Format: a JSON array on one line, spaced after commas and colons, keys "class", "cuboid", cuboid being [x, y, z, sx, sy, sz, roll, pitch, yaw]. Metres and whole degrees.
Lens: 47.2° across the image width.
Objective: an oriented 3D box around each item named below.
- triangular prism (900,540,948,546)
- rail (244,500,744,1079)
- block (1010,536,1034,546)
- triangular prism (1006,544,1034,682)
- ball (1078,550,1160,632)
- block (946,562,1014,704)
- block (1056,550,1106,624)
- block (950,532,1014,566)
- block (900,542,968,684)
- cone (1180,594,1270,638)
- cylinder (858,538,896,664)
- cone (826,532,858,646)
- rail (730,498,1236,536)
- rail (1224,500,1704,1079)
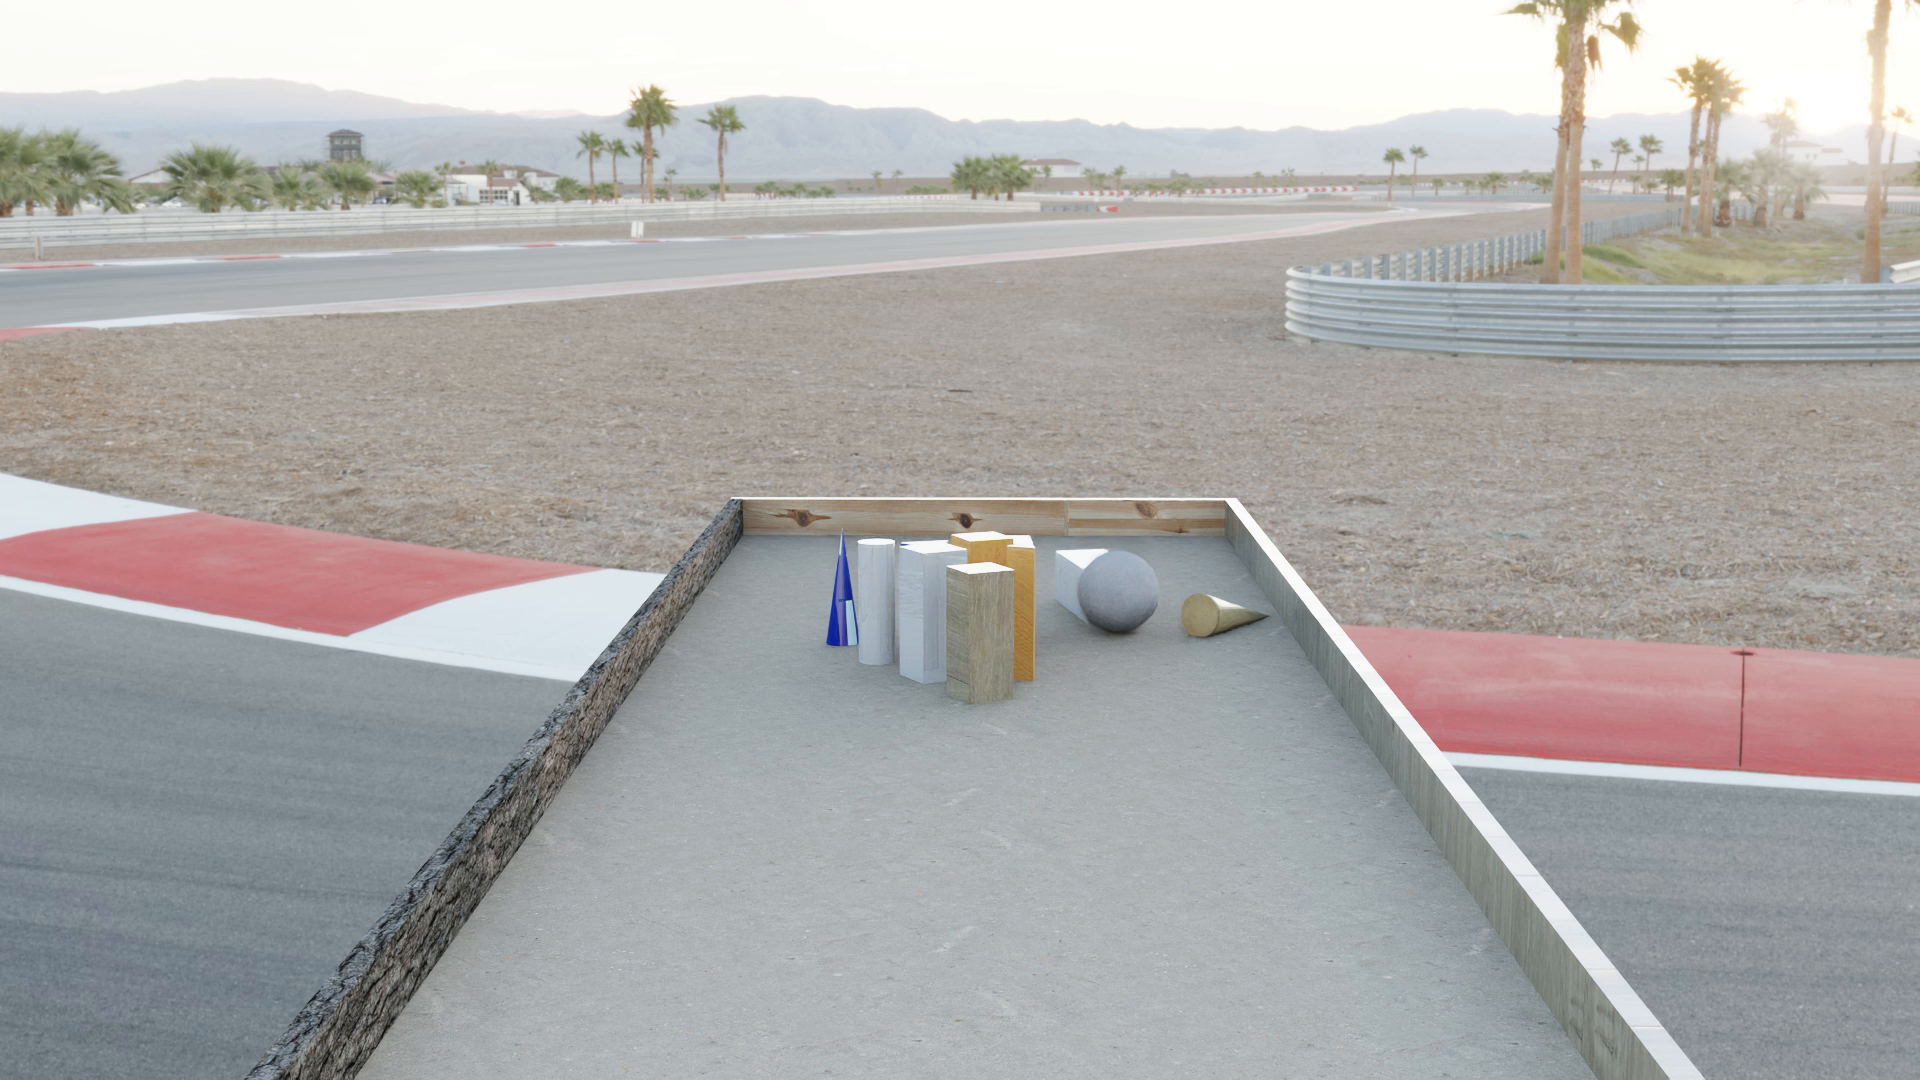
[{"class": "triangular prism", "cuboid": [-0.086, 0.167, 6.939, 0.151, 0.319, 0.131, 9, 12, 43]}, {"class": "rail", "cuboid": [-1.004, 0.839, 3.234, 0.050, 0.150, 12.000, 0, 9, 1]}, {"class": "block", "cuboid": [0.144, 0.156, 7.003, 0.165, 0.319, 0.165, 0, 9, -2]}, {"class": "triangular prism", "cuboid": [0.191, 0.209, 6.429, 0.087, 0.395, 0.075, 4, 10, 23]}, {"class": "ball", "cuboid": [0.514, 0.166, 7.119, 0.264, 0.264, 0.264, 0, 9, 0]}, {"class": "block", "cuboid": [0.057, 0.261, 6.186, 0.141, 0.369, 0.141, -4, 10, -26]}, {"class": "block", "cuboid": [0.463, 0.155, 7.478, 0.173, 0.173, 0.455, -2, 9, -11]}, {"class": "block", "cuboid": [0.067, 0.179, 6.650, 0.143, 0.385, 0.143, -4, 10, -23]}, {"class": "block", "cuboid": [-0.078, 0.212, 6.444, 0.146, 0.383, 0.146, -5, 10, -29]}, {"class": "cone", "cuboid": [0.907, 0.248, 7.222, 0.141, 0.141, 0.456, 7, 3, 38]}, {"class": "cylinder", "cuboid": [-0.253, 0.186, 6.661, 0.111, 0.367, 0.111, 0, 9, 0]}, {"class": "cone", "cuboid": [-0.369, 0.144, 6.927, 0.108, 0.367, 0.108, 0, 9, 0]}, {"class": "rail", "cuboid": [0.099, -0.098, 9.147, 2.100, 0.150, 0.050, 0, 9, 1]}, {"class": "rail", "cuboid": [1.046, 0.843, 3.208, 0.050, 0.150, 12.000, 0, 9, 1]}]
